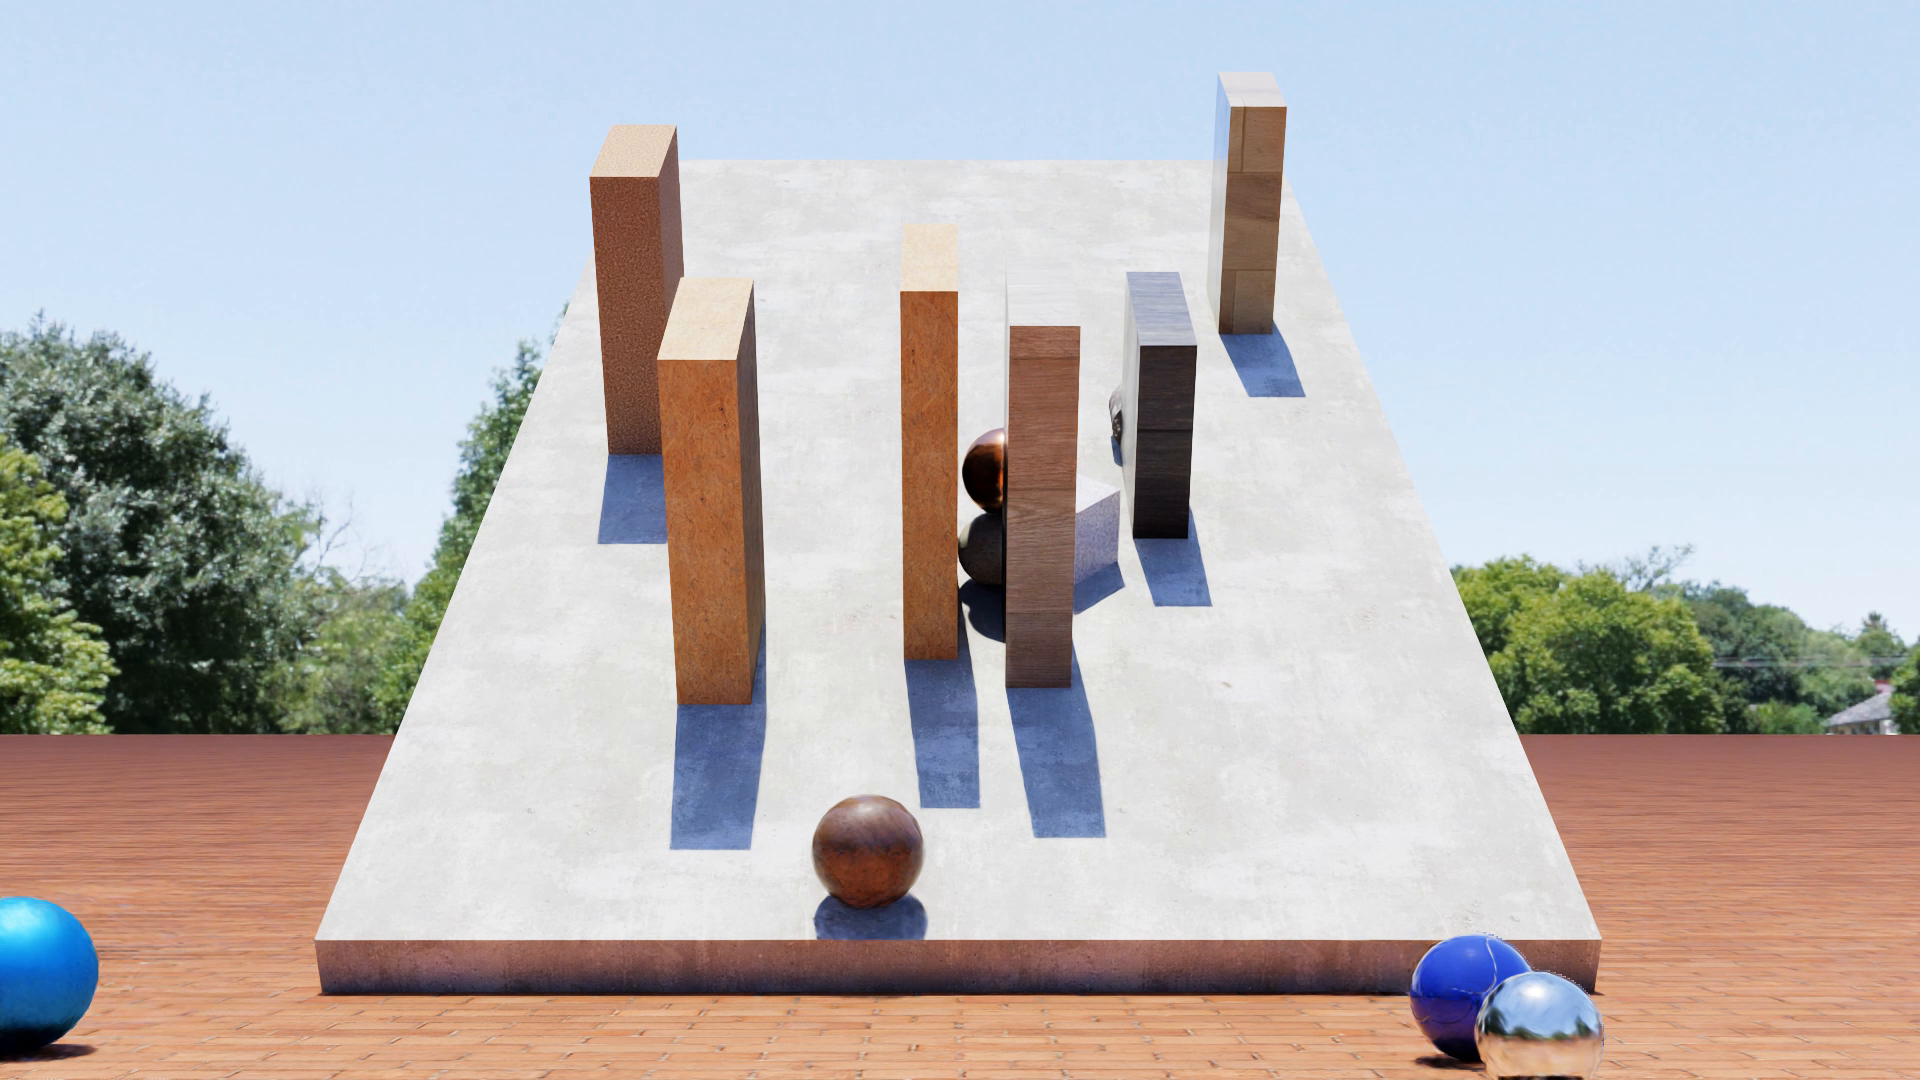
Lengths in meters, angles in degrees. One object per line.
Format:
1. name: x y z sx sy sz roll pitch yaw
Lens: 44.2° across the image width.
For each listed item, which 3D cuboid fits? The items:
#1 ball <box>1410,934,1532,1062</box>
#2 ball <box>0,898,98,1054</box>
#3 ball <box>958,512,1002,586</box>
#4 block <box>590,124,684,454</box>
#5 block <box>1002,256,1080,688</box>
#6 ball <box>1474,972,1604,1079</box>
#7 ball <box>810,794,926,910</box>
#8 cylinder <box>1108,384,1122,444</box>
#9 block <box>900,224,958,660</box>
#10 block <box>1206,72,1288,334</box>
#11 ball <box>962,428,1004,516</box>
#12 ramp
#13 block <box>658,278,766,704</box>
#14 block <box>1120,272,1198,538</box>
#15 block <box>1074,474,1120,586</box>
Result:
1. ball: 0.640 0.570 2.944 0.157 0.157 0.157 0 -5 0
2. ball: -1.207 0.557 3.026 0.197 0.197 0.197 0 -5 0
3. ball: 0.069 0.017 4.713 0.149 0.149 0.149 0 -5 0
4. block: -0.714 -0.566 5.322 0.146 0.646 0.383 0 27 0
5. block: 0.144 -0.125 4.365 0.122 0.715 0.349 0 27 0
6. ball: 0.648 0.555 2.647 0.140 0.140 0.140 0 -5 0
7. ball: -0.145 0.491 3.728 0.181 0.181 0.181 0 -5 0
8. cylinder: 0.405 -0.280 5.334 0.130 0.130 0.130 0 27 0
9. block: -0.056 -0.185 4.458 0.102 0.739 0.360 0 27 0
10. block: 0.719 -0.851 5.966 0.136 0.587 0.308 0 27 0
11. ball: 0.092 -0.134 4.655 0.177 0.177 0.177 0 -5 0
12. ramp: -0.010 -0.228 5.483 2.000 0.100 4.000 0 27 0
13. block: -0.448 -0.092 4.338 0.134 0.678 0.400 0 27 0
14. block: 0.416 -0.292 5.017 0.115 0.433 0.427 0 27 0
15. block: 0.210 -0.026 4.786 0.162 0.162 0.162 21 33 35
